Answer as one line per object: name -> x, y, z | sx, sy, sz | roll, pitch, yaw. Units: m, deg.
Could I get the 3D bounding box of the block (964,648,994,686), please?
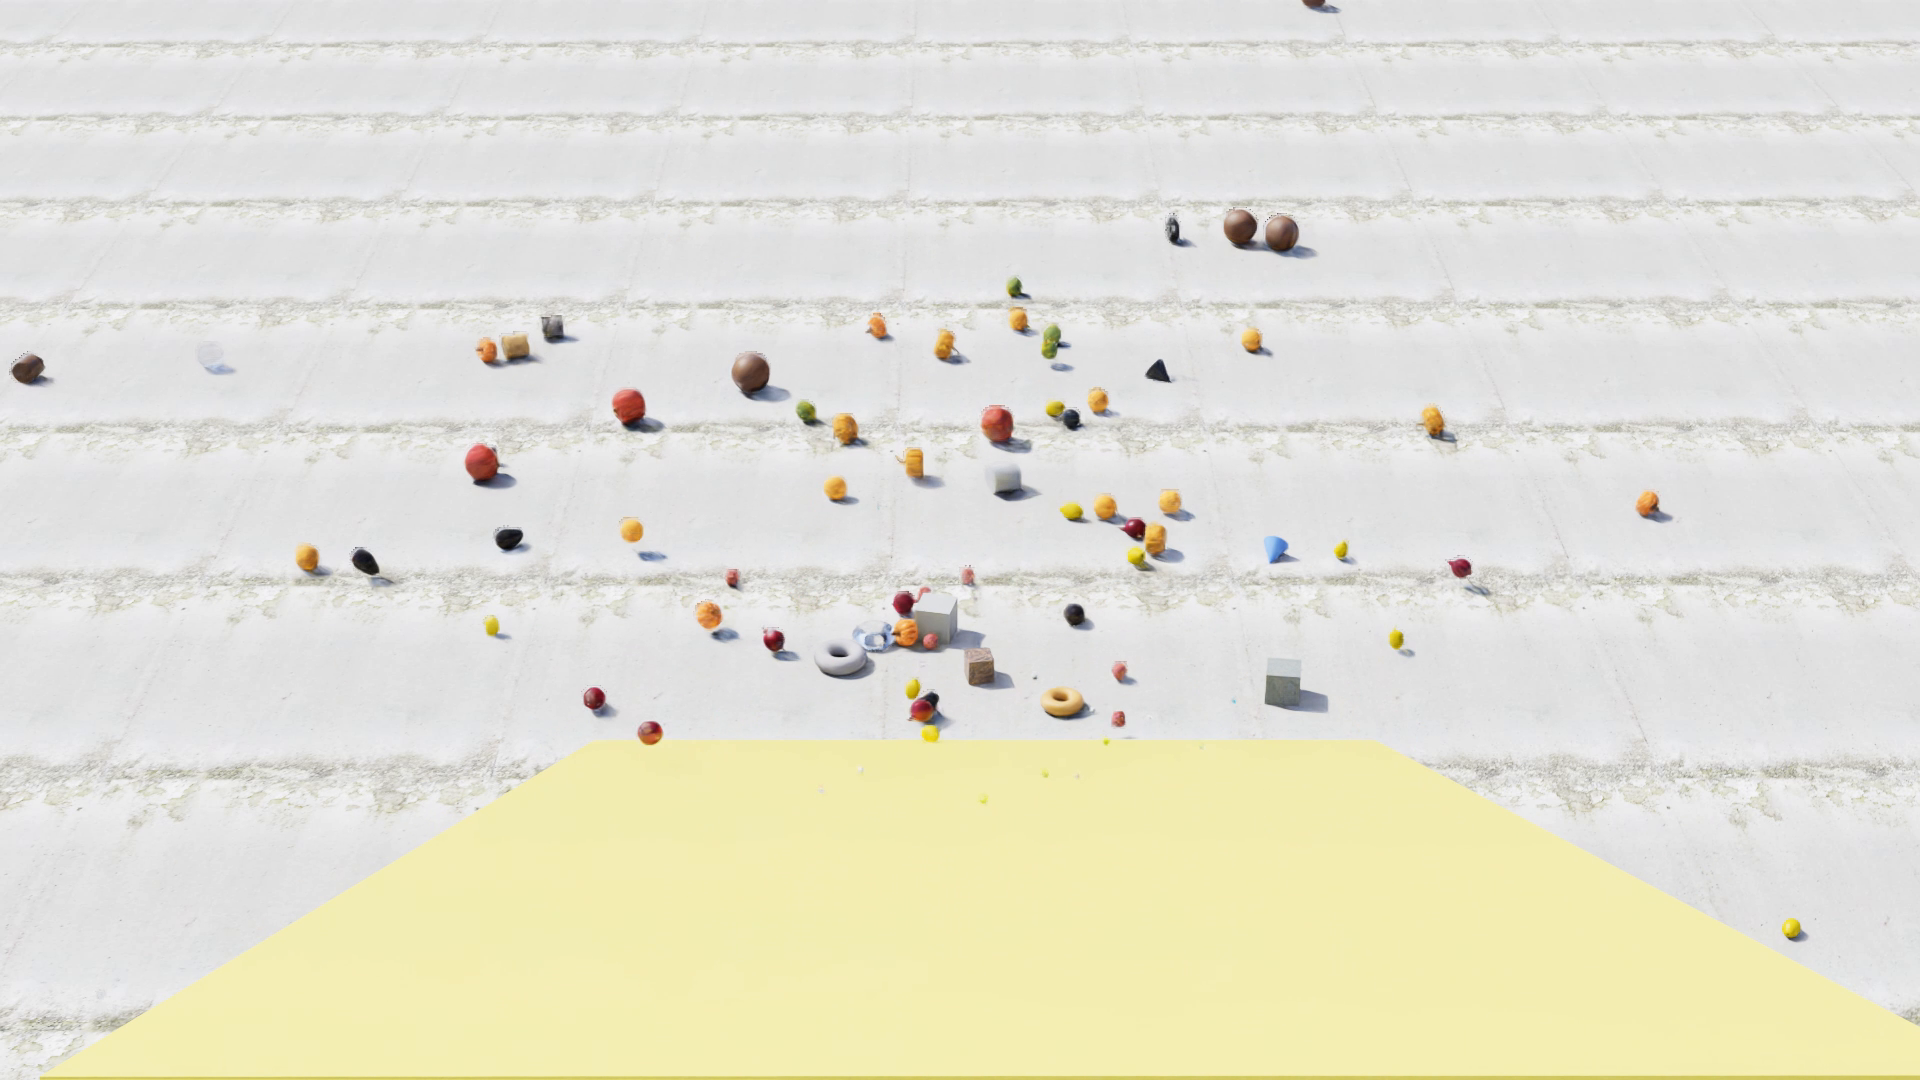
block -> 0.052, 0.343, 7.041 | 0.071, 0.071, 0.071 | -5, 29, -10

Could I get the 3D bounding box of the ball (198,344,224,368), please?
ball -> -2.551, -0.626, 8.799 | 0.086, 0.086, 0.086 | 0, 29, 0

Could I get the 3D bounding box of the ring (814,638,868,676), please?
ring -> -0.328, 0.321, 7.105 | 0.146, 0.049, 0.146 | 0, 30, 0

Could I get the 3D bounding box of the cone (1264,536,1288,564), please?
cone -> 0.923, 0.042, 7.630 | 0.077, 0.077, 0.077 | 11, 57, 19

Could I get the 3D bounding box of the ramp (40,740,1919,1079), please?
ramp -> 0.064, 0.578, 4.623 | 2.000, 0.100, 4.000 | 0, 0, 0

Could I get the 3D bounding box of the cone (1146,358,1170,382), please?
cone -> 0.684, -0.555, 8.719 | 0.081, 0.081, 0.081 | -27, 65, -40

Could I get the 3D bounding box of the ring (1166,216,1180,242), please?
ring -> 0.806, -1.178, 9.795 | 0.033, 0.098, 0.098 | -6, 29, -10

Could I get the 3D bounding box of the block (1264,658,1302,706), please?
block -> 0.869, 0.381, 6.949 | 0.091, 0.091, 0.091 | 4, 29, 7

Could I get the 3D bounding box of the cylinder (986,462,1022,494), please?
cylinder -> 0.136, -0.194, 8.004 | 0.087, 0.087, 0.087 | -11, 30, -19

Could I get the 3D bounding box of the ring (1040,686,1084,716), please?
ring -> 0.274, 0.431, 6.914 | 0.117, 0.039, 0.117 | -1, 27, 0

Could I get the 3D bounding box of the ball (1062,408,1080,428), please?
ball -> 0.361, -0.397, 8.406 | 0.060, 0.060, 0.060 | 0, 29, 0

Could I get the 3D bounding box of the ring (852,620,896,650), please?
ring -> -0.240, 0.265, 7.216 | 0.123, 0.041, 0.123 | -1, 29, 1

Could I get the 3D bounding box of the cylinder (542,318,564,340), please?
cylinder -> -1.422, -0.738, 9.019 | 0.070, 0.070, 0.070 | -6, 29, -11

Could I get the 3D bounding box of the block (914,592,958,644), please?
block -> -0.066, 0.220, 7.236 | 0.100, 0.100, 0.100 | 7, 29, 12
